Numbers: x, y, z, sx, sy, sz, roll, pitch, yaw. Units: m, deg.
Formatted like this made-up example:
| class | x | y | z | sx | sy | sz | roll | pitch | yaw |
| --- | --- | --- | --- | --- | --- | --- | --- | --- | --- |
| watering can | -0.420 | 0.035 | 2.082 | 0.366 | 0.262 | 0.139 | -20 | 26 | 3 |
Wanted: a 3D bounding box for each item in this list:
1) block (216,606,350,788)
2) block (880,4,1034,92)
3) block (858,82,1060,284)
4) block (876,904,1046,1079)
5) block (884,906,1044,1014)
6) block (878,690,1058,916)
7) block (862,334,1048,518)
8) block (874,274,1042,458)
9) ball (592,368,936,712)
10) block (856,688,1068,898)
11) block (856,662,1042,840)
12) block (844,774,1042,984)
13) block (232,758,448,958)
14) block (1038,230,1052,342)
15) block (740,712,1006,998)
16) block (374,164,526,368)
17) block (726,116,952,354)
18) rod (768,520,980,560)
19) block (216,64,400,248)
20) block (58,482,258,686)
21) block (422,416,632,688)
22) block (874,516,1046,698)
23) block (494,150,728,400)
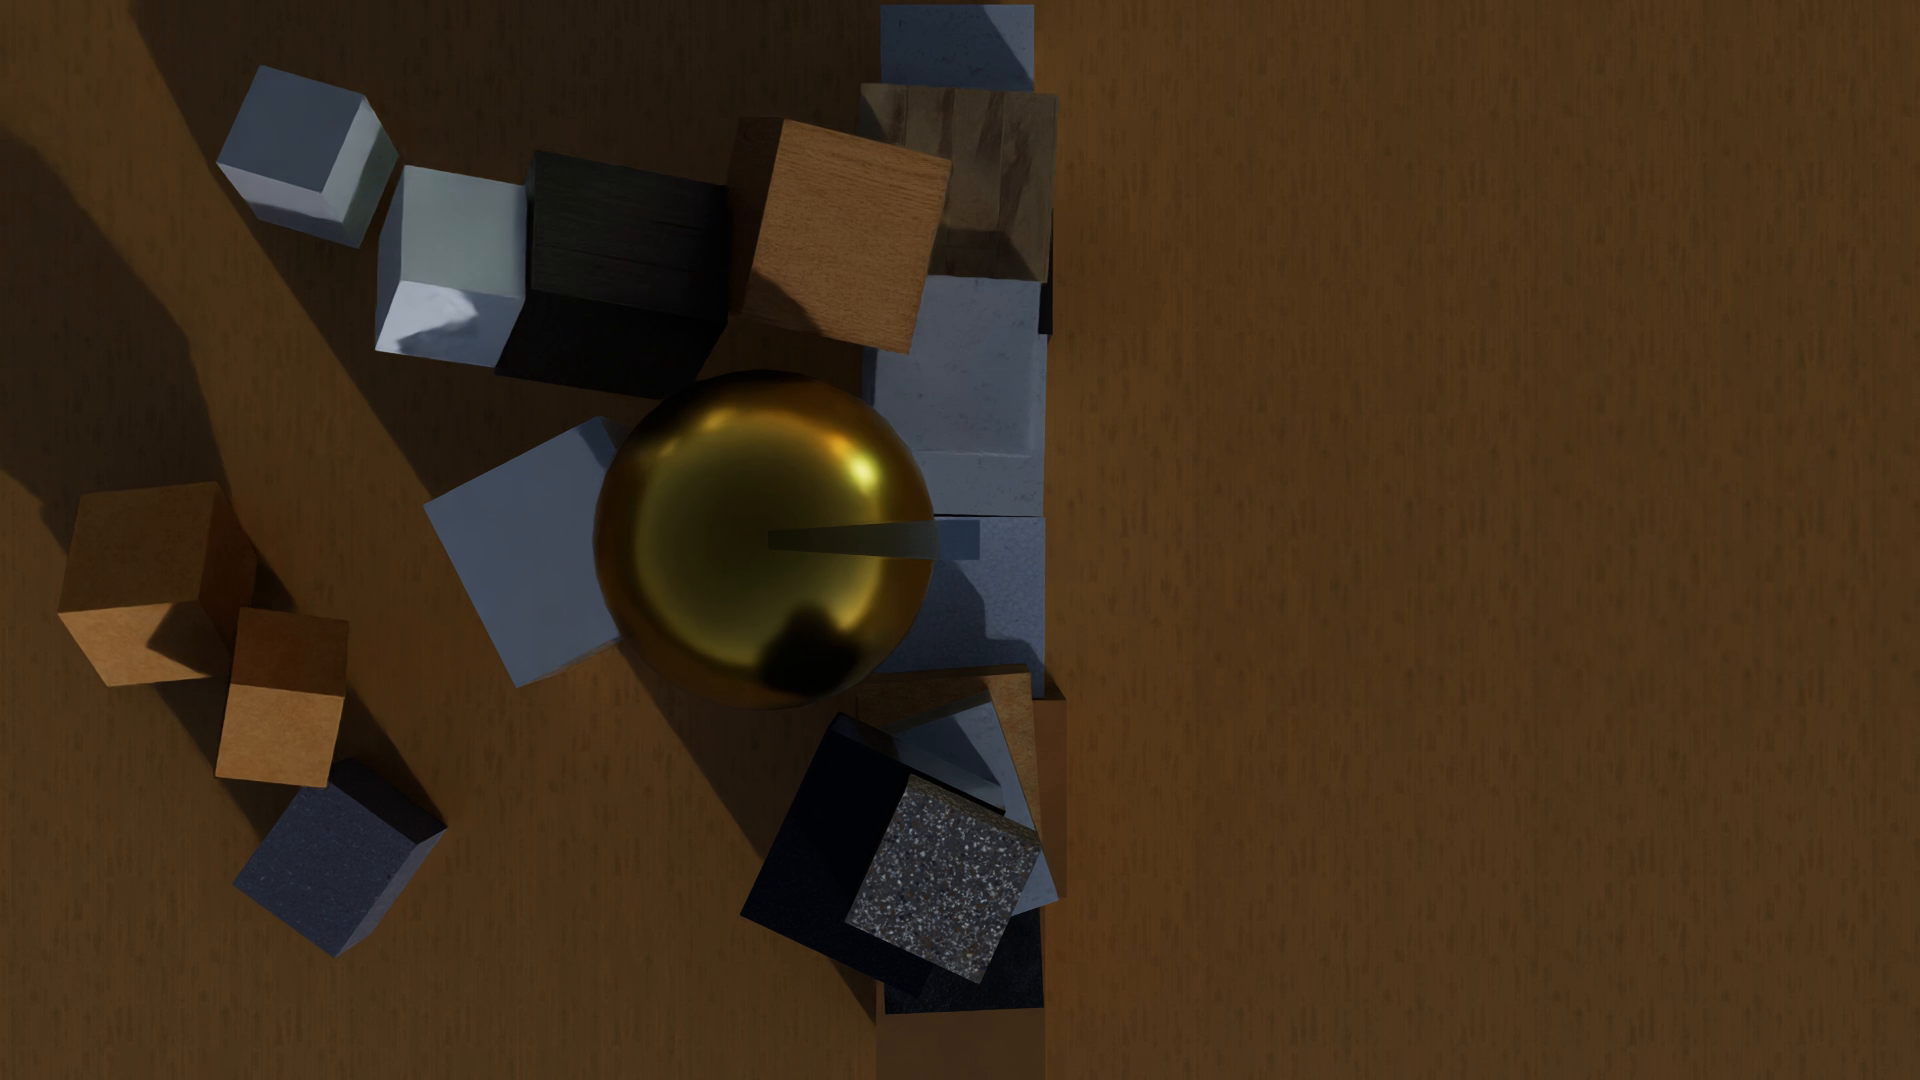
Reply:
| class | x | y | z | sx | sy | sz | roll | pitch | yaw |
| --- | --- | --- | --- | --- | --- | --- | --- | --- | --- |
| block | -3.746 | 0.870 | 12.171 | 0.590 | 0.689 | 0.650 | 9 | 122 | -19 |
| block | -0.015 | -2.492 | 12.545 | 0.845 | 0.910 | 0.904 | 0 | 90 | 0 |
| block | -0.022 | -1.866 | 11.633 | 1.008 | 0.938 | 0.952 | 4 | 97 | 0 |
| block | 0.004 | 2.450 | 12.473 | 0.919 | 1.054 | 0.986 | 0 | 90 | 0 |
| block | 0.006 | 2.011 | 11.584 | 0.810 | 0.725 | 0.787 | -3 | 90 | 0 |
| block | -0.094 | 1.352 | 10.678 | 0.843 | 0.841 | 0.979 | -19 | 90 | 0 |
| block | -0.037 | -0.631 | 12.436 | 0.994 | 1.128 | 0.984 | 1 | 90 | 0 |
| block | -0.017 | -0.899 | 11.481 | 0.803 | 0.760 | 0.877 | 4 | 91 | 0 |
| ball | -0.910 | 0.000 | 10.282 | 1.600 | 1.600 | 1.600 | 0 | 90 | 0 |
| block | 0.006 | 1.410 | 12.481 | 1.153 | 1.039 | 1.073 | 0 | 90 | 0 |
| block | -0.052 | 1.125 | 11.530 | 0.877 | 0.863 | 0.852 | -4 | 90 | 0 |
| block | -0.067 | 1.385 | 9.076 | 0.597 | 0.520 | 0.598 | 25 | 90 | 0 |
| block | -3.539 | 1.806 | 12.621 | 0.708 | 0.758 | 0.781 | 36 | 90 | 0 |
| block | 0.017 | -1.582 | 12.576 | 0.987 | 0.847 | 0.893 | 0 | 90 | 0 |
| block | -0.371 | 1.373 | 9.797 | 0.838 | 0.922 | 0.879 | 25 | 90 | 0 |
| block | -2.396 | -1.279 | 10.348 | 0.569 | 0.611 | 0.640 | 7 | 60 | -23 |
| block | -0.665 | -1.486 | 10.664 | 0.839 | 0.851 | 0.939 | 11 | 97 | -21 |
| rod | -0.394 | 0.000 | 6.921 | 0.080 | 5.200 | 0.080 | 0 | 90 | -9 |
| block | -3.700 | -2.173 | 12.527 | 0.628 | 0.748 | 0.628 | 17 | 75 | 6 |
| block | -4.521 | 0.251 | 12.457 | 0.767 | 0.743 | 0.821 | -5 | 54 | 0 |
| block | -2.181 | 0.063 | 12.453 | 1.069 | 1.095 | 1.115 | -27 | 90 | 0 |
| block | -0.009 | 0.370 | 12.542 | 0.951 | 0.916 | 0.995 | 0 | 90 | 0 |
| block | -1.700 | -1.264 | 10.704 | 0.934 | 0.782 | 0.789 | 8 | 61 | -22 |
